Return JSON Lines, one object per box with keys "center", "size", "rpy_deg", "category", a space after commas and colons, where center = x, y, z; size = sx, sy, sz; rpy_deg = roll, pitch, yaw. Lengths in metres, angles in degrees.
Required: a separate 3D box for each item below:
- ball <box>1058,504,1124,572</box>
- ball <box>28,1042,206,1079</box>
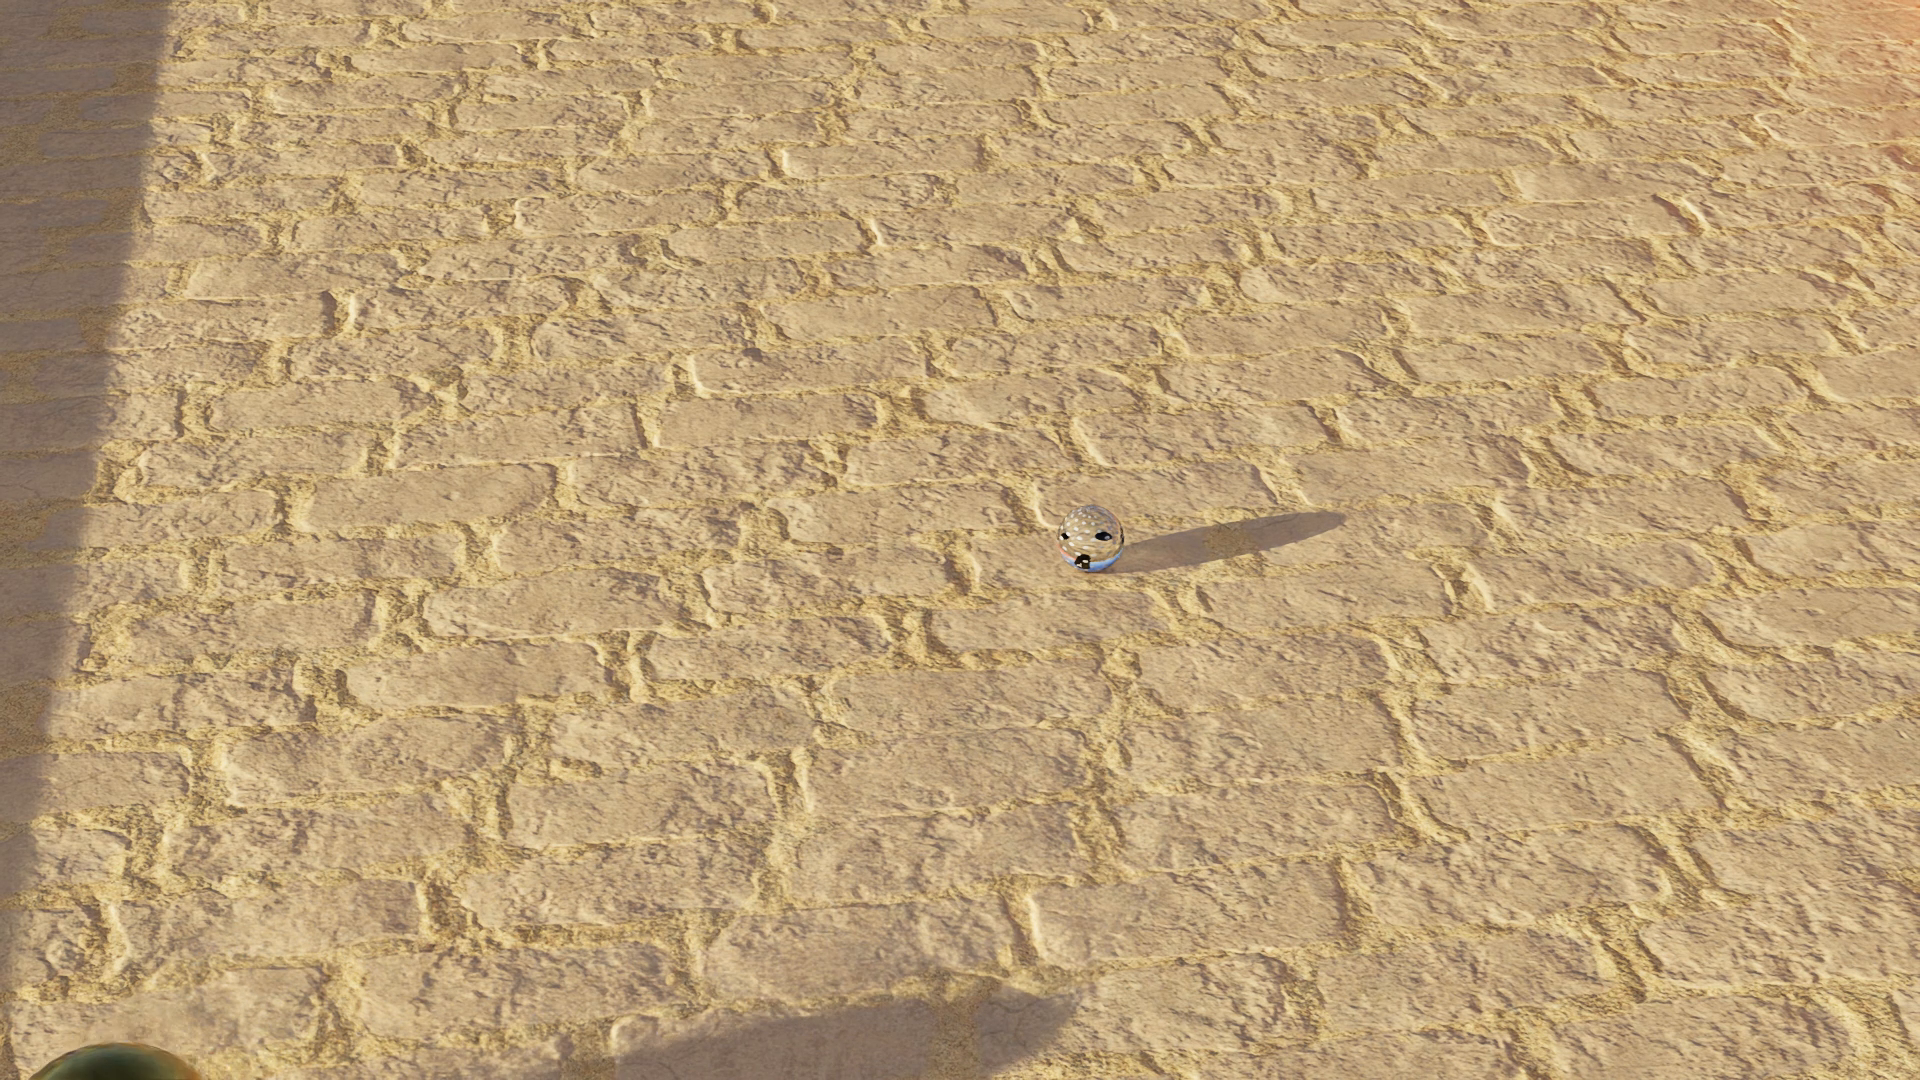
{"center": [0.078, -0.001, 1.751], "size": [0.040, 0.040, 0.040], "rpy_deg": [0, 30, 0], "category": "ball"}
{"center": [-0.355, 0.260, 1.232], "size": [0.099, 0.099, 0.099], "rpy_deg": [0, 30, 0], "category": "ball"}
